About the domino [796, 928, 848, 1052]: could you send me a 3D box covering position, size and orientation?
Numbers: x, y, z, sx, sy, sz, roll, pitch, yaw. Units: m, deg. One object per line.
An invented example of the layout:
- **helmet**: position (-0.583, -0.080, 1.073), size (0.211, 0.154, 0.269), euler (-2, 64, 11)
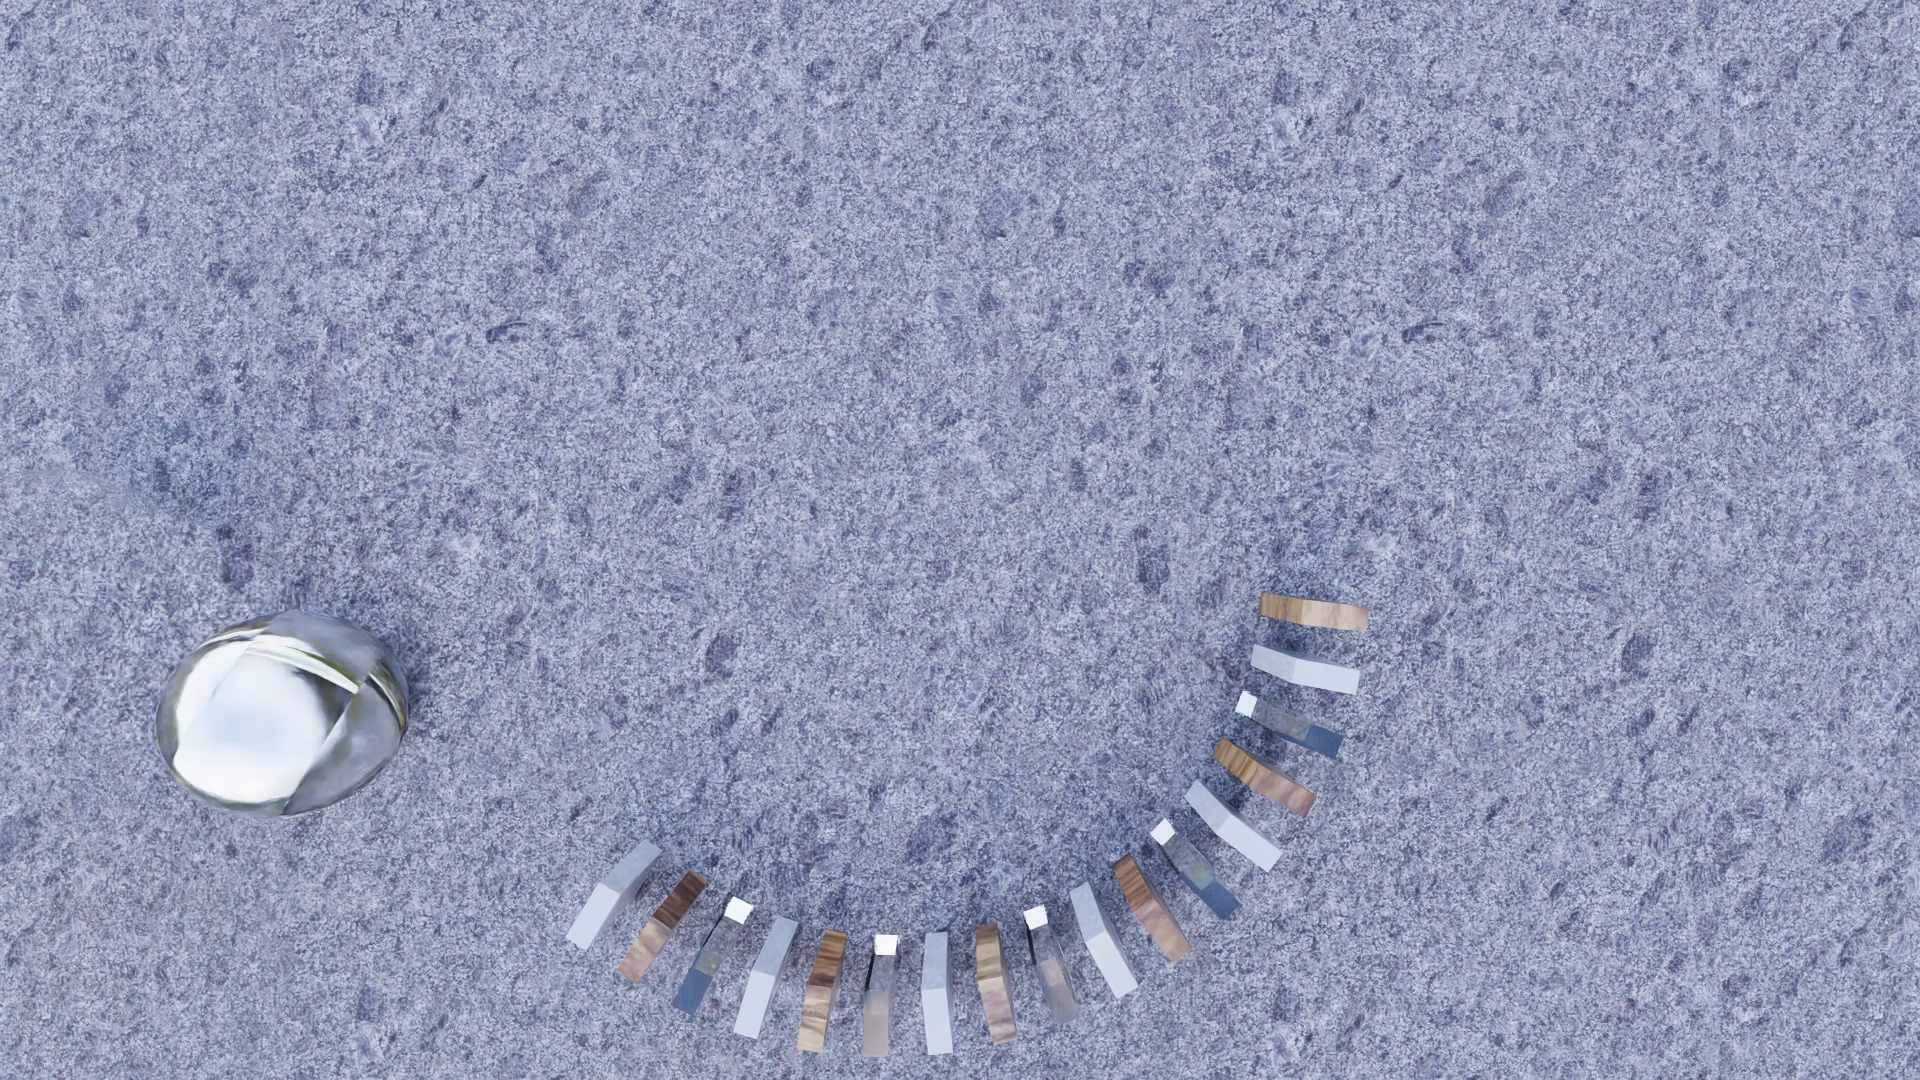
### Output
- **domino**: position (-0.056, 0.183, 0.375), size (0.010, 0.050, 0.025), euler (9, 90, 0)

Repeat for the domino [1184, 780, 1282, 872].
- **domino**: position (0.111, 0.116, 0.375), size (0.025, 0.050, 0.010), euler (37, 90, 0)

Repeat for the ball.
- **ball**: position (-0.263, 0.068, 0.360), size (0.080, 0.080, 0.080), euler (0, 90, 0)

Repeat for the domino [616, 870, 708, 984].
- **domino**: position (-0.121, 0.157, 0.375), size (0.010, 0.050, 0.025), euler (33, 90, 0)

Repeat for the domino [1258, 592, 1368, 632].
- **domino**: position (0.143, 0.029, 0.375), size (0.025, 0.050, 0.009), euler (7, 90, 0)

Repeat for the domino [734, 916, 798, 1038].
- **domino**: position (-0.079, 0.177, 0.375), size (0.009, 0.050, 0.025), euler (17, 90, 0)

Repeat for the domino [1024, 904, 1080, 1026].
- **domino**: position (0.037, 0.172, 0.375), size (0.009, 0.050, 0.025), euler (-22, 90, 0)

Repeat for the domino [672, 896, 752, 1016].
- **domino**: position (-0.100, 0.169, 0.375), size (0.010, 0.050, 0.025), euler (27, 90, 0)

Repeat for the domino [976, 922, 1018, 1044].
- **domino**: position (0.014, 0.180, 0.375), size (0.009, 0.050, 0.025), euler (-14, 90, 0)

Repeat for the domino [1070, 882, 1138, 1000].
- **domino**: position (0.058, 0.162, 0.375), size (0.010, 0.050, 0.025), euler (-30, 90, 0)

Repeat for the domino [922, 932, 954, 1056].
- **domino**: position (-0.009, 0.184, 0.375), size (0.010, 0.050, 0.025), euler (-6, 90, 0)

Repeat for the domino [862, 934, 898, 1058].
- **domino**: position (-0.032, 0.185, 0.375), size (0.010, 0.050, 0.025), euler (1, 90, 0)

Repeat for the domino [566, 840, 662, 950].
- **domino**: position (-0.140, 0.144, 0.375), size (0.009, 0.050, 0.025), euler (32, 90, 0)

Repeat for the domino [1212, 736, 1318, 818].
- **domino**: position (0.123, 0.096, 0.375), size (0.025, 0.050, 0.010), euler (29, 90, 0)

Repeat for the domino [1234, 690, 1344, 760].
- **domino**: position (0.133, 0.075, 0.375), size (0.025, 0.050, 0.010), euler (21, 90, 0)

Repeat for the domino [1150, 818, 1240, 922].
- **domino**: position (0.095, 0.134, 0.375), size (0.025, 0.050, 0.009), euler (45, 90, 0)

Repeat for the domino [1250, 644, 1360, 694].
- **domino**: position (0.140, 0.052, 0.375), size (0.025, 0.050, 0.010), euler (11, 90, 0)

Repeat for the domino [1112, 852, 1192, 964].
- **domino**: position (0.078, 0.149, 0.375), size (0.009, 0.050, 0.025), euler (-38, 90, 0)
